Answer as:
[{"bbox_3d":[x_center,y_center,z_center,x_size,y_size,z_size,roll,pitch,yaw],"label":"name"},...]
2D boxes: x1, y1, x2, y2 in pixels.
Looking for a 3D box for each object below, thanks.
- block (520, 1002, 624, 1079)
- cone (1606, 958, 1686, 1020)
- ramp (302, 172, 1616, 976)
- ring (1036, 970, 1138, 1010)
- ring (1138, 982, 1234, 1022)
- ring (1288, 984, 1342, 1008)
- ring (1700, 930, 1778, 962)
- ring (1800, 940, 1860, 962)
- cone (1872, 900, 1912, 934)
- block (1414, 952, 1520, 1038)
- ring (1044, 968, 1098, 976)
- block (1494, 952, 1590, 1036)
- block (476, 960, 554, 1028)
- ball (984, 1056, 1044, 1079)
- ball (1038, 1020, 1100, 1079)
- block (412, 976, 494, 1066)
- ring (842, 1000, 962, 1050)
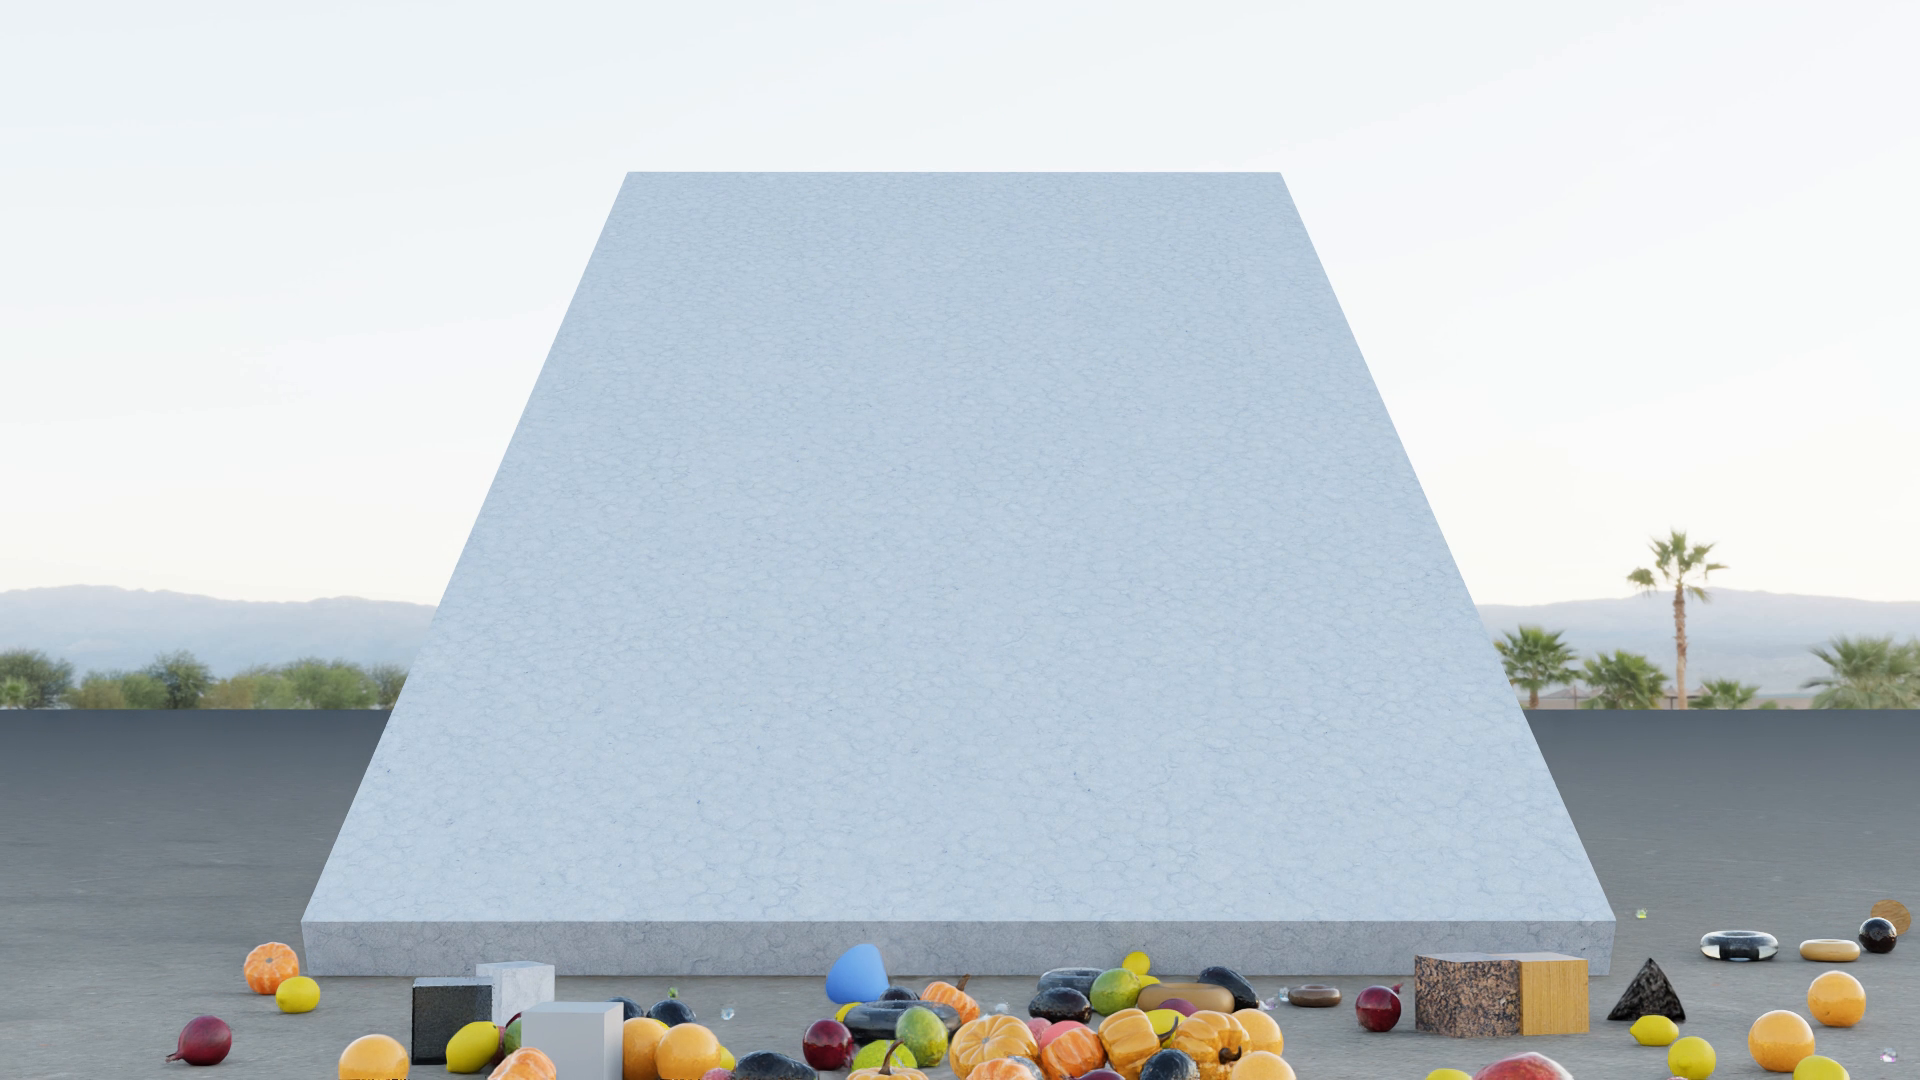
[{"bbox_3d":[-0.418,0.550,2.534,0.090,0.090,0.090,0,-4,4],"label":"block"},{"bbox_3d":[0.895,0.614,3.102,0.090,0.090,0.090,-27,-5,0],"label":"cone"},{"bbox_3d":[-0.009,-0.229,5.395,2.000,0.100,4.000,0,25,0],"label":"ramp"},{"bbox_3d":[0.175,0.621,3.237,0.139,0.046,0.139,0,-5,0],"label":"ring"},{"bbox_3d":[0.300,0.615,3.120,0.130,0.043,0.130,1,-5,0],"label":"ring"},{"bbox_3d":[0.492,0.633,3.255,0.075,0.025,0.075,-1,-3,0],"label":"ring"},{"bbox_3d":[1.277,0.666,3.844,0.123,0.041,0.123,-1,-3,0],"label":"ring"},{"bbox_3d":[1.417,0.669,3.822,0.094,0.031,0.094,-1,-5,0],"label":"ring"},{"bbox_3d":[1.688,0.701,4.273,0.069,0.069,0.069,0,-32,5],"label":"cone"},{"bbox_3d":[0.647,0.580,2.992,0.094,0.094,0.094,2,-4,-21],"label":"block"},{"bbox_3d":[0.168,0.634,3.355,0.108,0.036,0.108,0,-2,0],"label":"ring"},{"bbox_3d":[0.743,0.582,3.014,0.092,0.092,0.092,1,-4,-15],"label":"block"},{"bbox_3d":[-0.584,0.595,3.075,0.075,0.075,0.075,3,-5,-38],"label":"block"},{"bbox_3d":[0.055,0.552,2.365,0.063,0.063,0.063,0,-4,0],"label":"ball"},{"bbox_3d":[0.120,0.565,2.592,0.067,0.067,0.067,0,-4,0],"label":"ball"},{"bbox_3d":[-0.598,0.566,2.765,0.090,0.090,0.090,1,-4,-10],"label":"block"},{"bbox_3d":[-0.071,0.595,2.879,0.147,0.049,0.147,-1,-5,0],"label":"ring"}]
